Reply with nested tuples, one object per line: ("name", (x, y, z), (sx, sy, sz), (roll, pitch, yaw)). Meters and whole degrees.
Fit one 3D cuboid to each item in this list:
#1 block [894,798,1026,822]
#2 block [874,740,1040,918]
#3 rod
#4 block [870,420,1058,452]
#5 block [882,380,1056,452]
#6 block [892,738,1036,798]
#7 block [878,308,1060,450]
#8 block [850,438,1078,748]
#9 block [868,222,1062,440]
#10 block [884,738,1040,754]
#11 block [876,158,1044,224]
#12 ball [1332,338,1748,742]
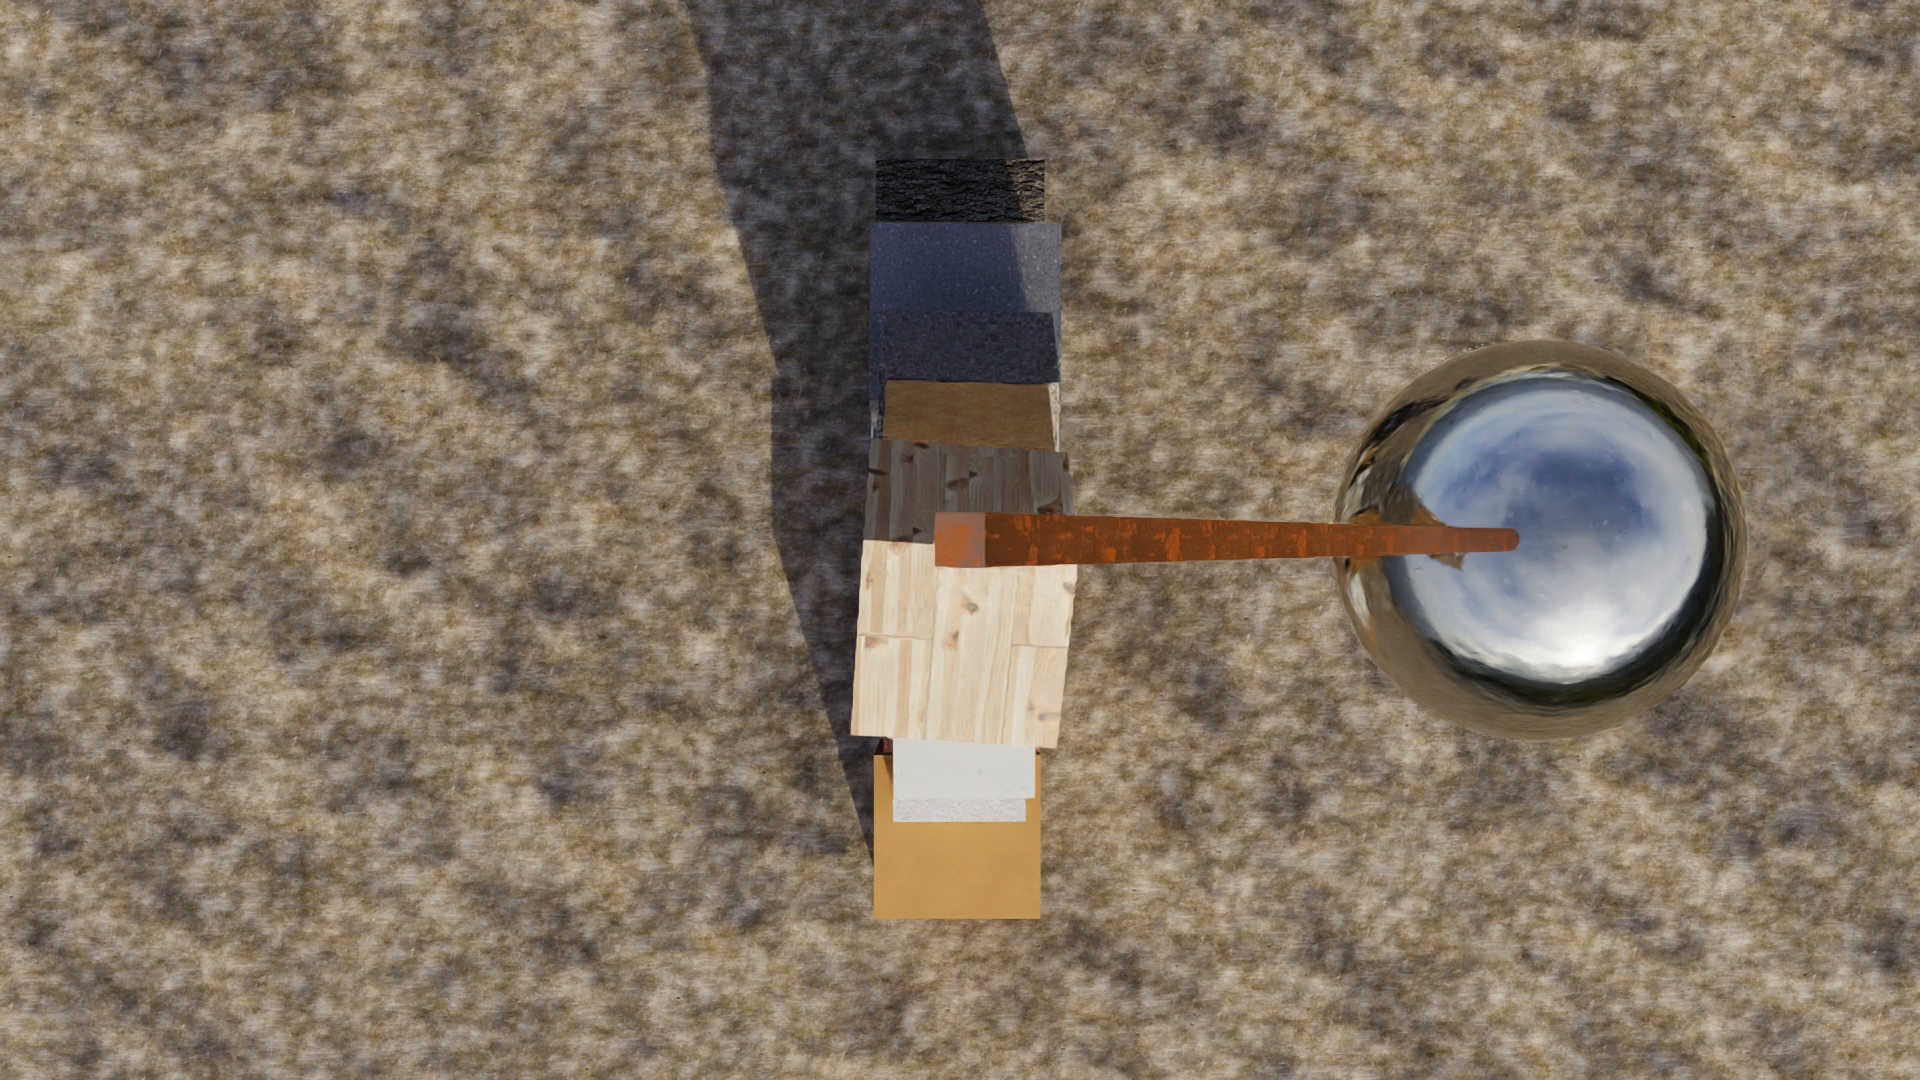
("block", (-0.002, 1.093, 11.680), (0.682, 0.720, 0.712), (0, 90, 0))
("block", (-0.015, 1.625, 12.520), (0.912, 0.960, 0.896), (0, 90, 0))
("rod", (0.994, 0.000, 5.632), (0.080, 5.200, 0.080), (0, 90, 22))
("block", (0.027, -0.208, 10.848), (0.895, 0.893, 0.963), (0, 82, 1))
("block", (0.017, -0.148, 7.867), (0.589, 0.625, 0.639), (2, 117, -1))
("block", (0.017, 0.829, 10.903), (0.684, 0.691, 0.704), (0, 103, -1))
("block", (0.023, -0.452, 8.462), (0.659, 0.701, 0.650), (2, 117, -1))
("block", (0.006, 0.165, 7.250), (0.666, 0.749, 0.705), (4, 117, -2))
("block", (0.022, -0.834, 9.323), (0.776, 0.908, 0.748), (0, 79, 0))
("block", (0.010, 0.704, 12.525), (0.854, 0.950, 0.927), (0, 90, 0))
("block", (0.001, -1.653, 12.483), (0.918, 1.033, 0.842), (0, 90, 0))
("ball", (2.295, 0.000, 8.773), (1.600, 1.600, 1.600), (0, 90, 0))
